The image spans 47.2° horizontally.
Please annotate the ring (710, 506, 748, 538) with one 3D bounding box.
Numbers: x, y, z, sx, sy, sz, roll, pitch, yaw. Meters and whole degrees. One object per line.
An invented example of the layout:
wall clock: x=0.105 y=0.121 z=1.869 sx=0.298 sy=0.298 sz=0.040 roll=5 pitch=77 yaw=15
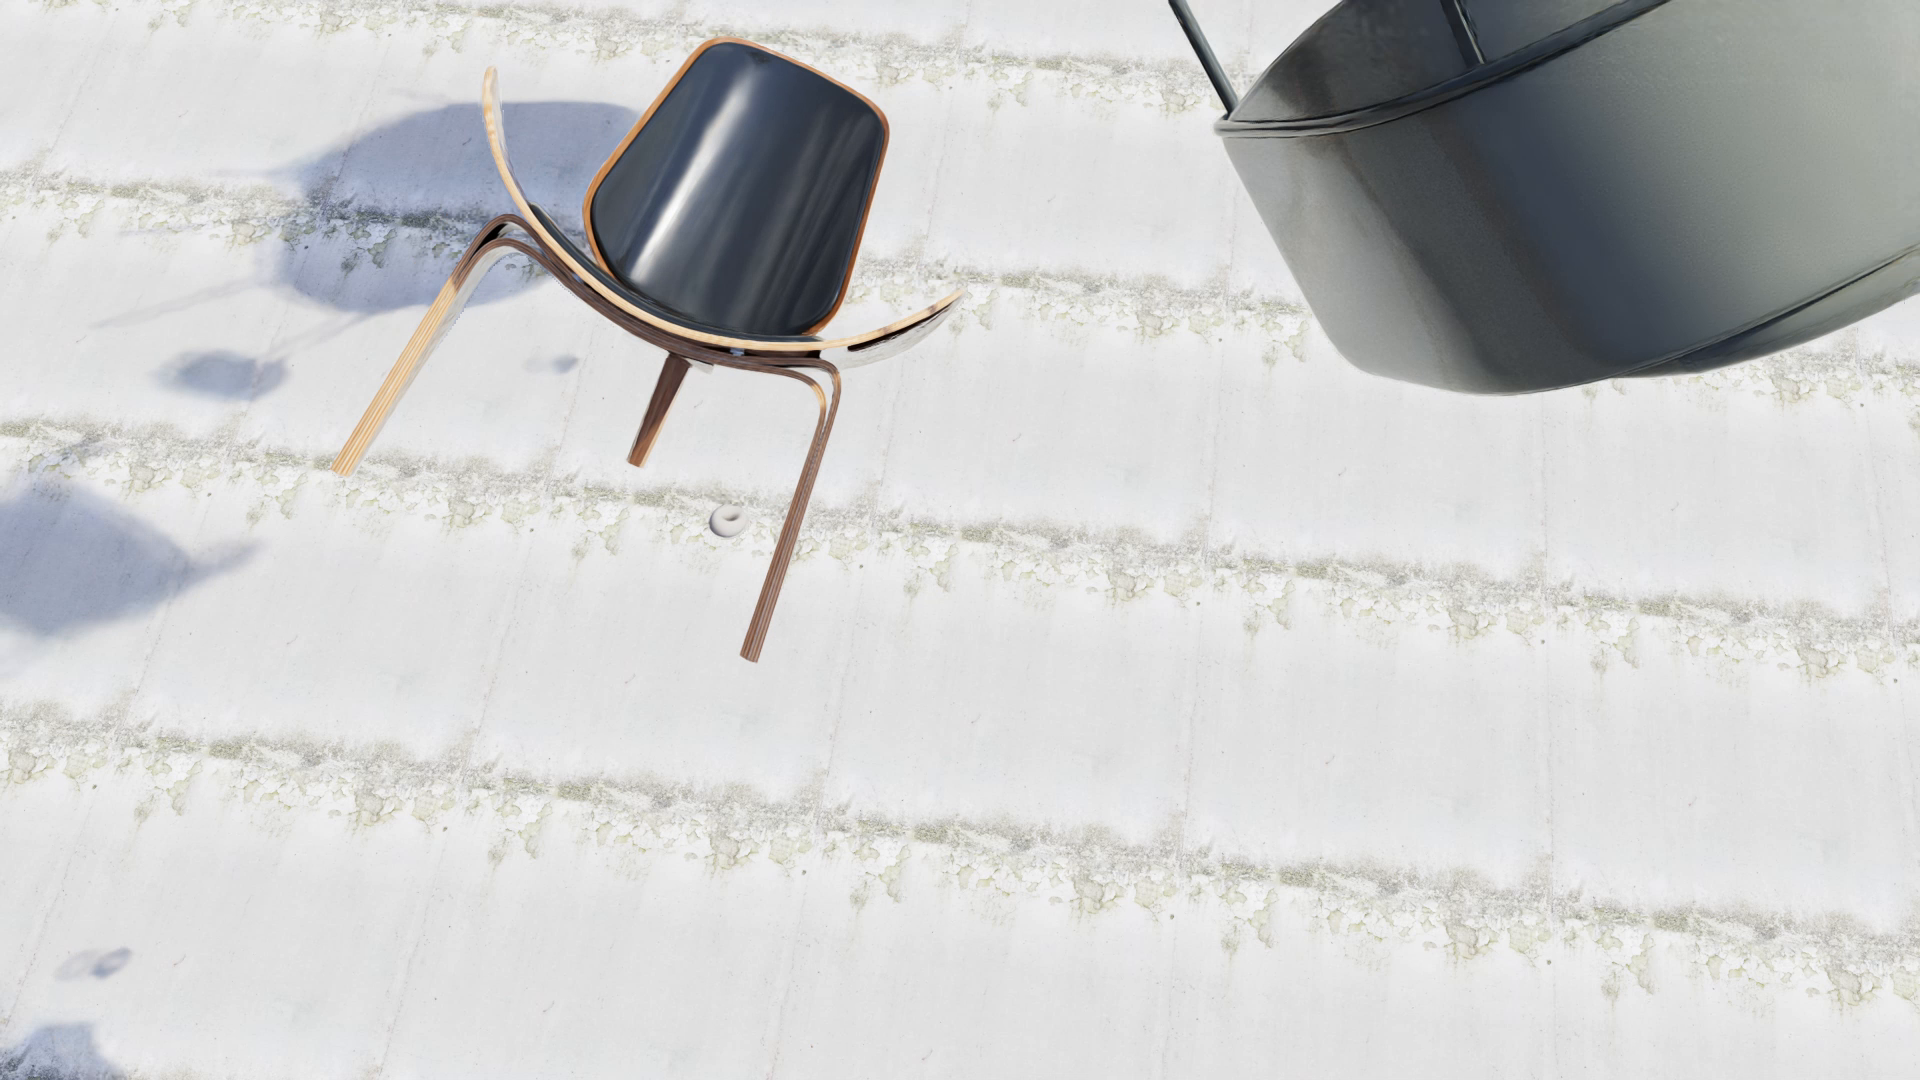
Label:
ring: x=-0.441 y=-0.036 z=4.187 sx=0.067 sy=0.032 sz=0.111 roll=24 pitch=26 yaw=7
